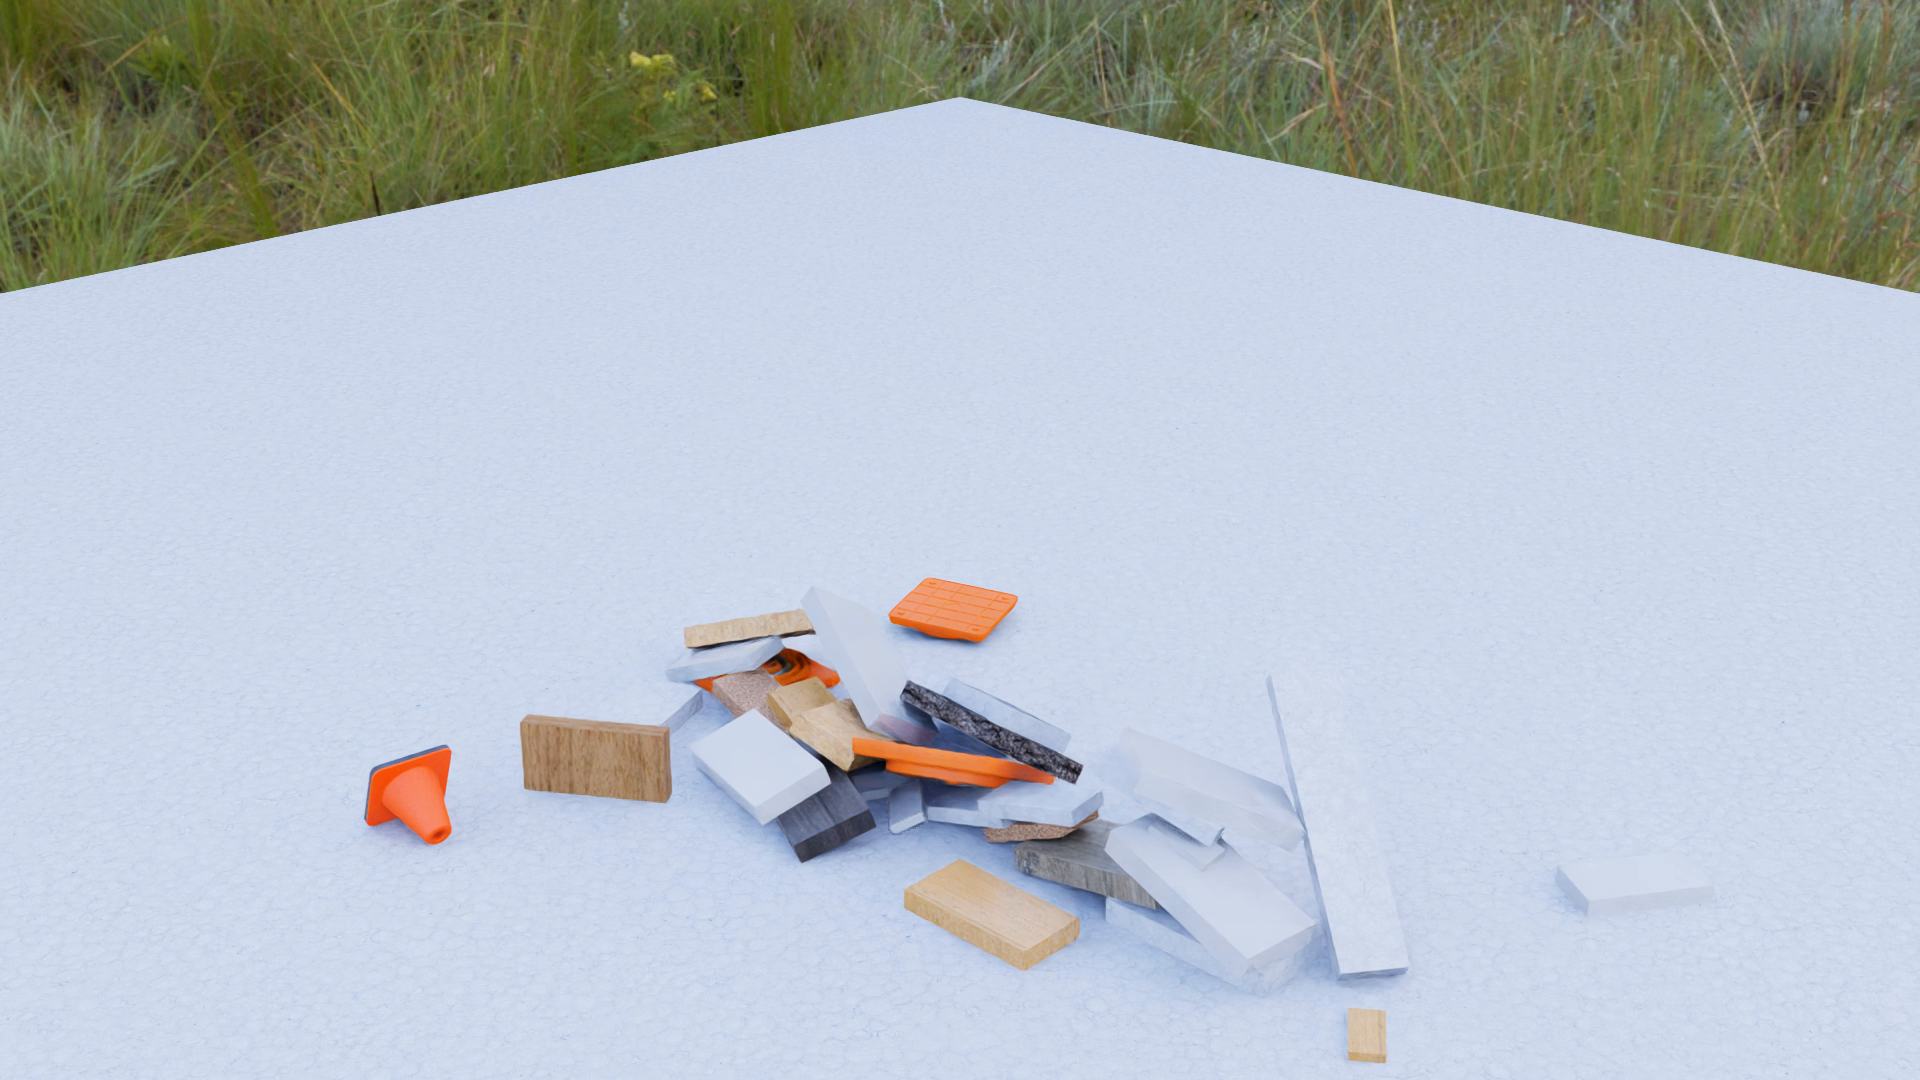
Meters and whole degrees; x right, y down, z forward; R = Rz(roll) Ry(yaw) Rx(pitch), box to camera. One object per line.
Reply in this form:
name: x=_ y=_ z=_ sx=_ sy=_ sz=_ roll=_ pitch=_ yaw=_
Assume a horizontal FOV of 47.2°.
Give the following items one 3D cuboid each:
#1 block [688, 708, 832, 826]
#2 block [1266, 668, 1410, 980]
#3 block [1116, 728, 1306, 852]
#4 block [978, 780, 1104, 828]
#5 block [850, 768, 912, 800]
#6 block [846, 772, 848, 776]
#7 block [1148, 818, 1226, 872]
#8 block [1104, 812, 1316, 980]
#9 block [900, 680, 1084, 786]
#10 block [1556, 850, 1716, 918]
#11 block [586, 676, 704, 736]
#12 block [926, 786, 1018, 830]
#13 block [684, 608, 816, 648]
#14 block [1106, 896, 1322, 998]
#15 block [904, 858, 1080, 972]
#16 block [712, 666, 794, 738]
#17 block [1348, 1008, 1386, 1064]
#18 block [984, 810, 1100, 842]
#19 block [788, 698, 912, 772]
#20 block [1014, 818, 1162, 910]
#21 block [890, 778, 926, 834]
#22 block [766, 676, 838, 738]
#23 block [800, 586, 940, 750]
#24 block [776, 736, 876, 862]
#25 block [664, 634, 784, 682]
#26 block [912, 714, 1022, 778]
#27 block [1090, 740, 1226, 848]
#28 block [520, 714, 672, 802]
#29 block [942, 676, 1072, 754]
block: x=-0.413 y=0.460 z=4.494 sx=0.163 sy=0.046 sz=0.326 roll=-30 pitch=30 yaw=-20
block: x=0.693 y=0.514 z=4.058 sx=0.129 sy=0.036 sz=0.602 roll=-4 pitch=59 yaw=-9
block: x=0.460 y=0.459 z=4.047 sx=0.337 sy=0.048 sz=0.168 roll=22 pitch=18 yaw=-16
block: x=0.156 y=0.508 z=4.247 sx=0.220 sy=0.031 sz=0.110 roll=1 pitch=18 yaw=37
block: x=-0.175 y=0.507 z=4.539 sx=0.142 sy=0.020 sz=0.071 roll=-8 pitch=24 yaw=-18
block: x=-0.266 y=0.510 z=4.499 sx=0.071 sy=0.020 sz=0.142 roll=-14 pitch=27 yaw=2
block: x=0.412 y=0.548 z=4.000 sx=0.128 sy=0.018 sz=0.064 roll=34 pitch=40 yaw=27
block: x=0.448 y=0.625 z=3.964 sx=0.179 sy=0.051 sz=0.358 roll=-18 pitch=45 yaw=-37
block: x=0.059 y=0.390 z=4.497 sx=0.151 sy=0.043 sz=0.460 roll=26 pitch=-3 yaw=-35
block: x=1.281 y=0.652 z=4.177 sx=0.257 sy=0.036 sz=0.129 roll=-5 pitch=23 yaw=-11
block: x=-0.708 y=0.396 z=4.768 sx=0.163 sy=0.046 sz=0.326 roll=9 pitch=25 yaw=21
block: x=0.042 y=0.533 z=4.385 sx=0.220 sy=0.031 sz=0.110 roll=-1 pitch=16 yaw=46
block: x=-0.443 y=0.201 z=5.020 sx=0.337 sy=0.048 sz=0.168 roll=-9 pitch=-6 yaw=26
block: x=0.462 y=0.709 z=4.025 sx=0.358 sy=0.051 sz=0.179 roll=20 pitch=30 yaw=39
block: x=0.057 y=0.692 z=4.076 sx=0.301 sy=0.043 sz=0.151 roll=20 pitch=30 yaw=39
block: x=-0.422 y=0.367 z=4.789 sx=0.124 sy=0.035 sz=0.248 roll=-17 pitch=40 yaw=-34
block: x=0.693 y=0.844 z=3.748 sx=0.064 sy=0.018 sz=0.128 roll=4 pitch=23 yaw=8
block: x=0.158 y=0.552 z=4.300 sx=0.110 sy=0.031 sz=0.220 roll=-22 pitch=5 yaw=-40
block: x=-0.219 y=0.400 z=4.583 sx=0.152 sy=0.043 sz=0.304 roll=33 pitch=16 yaw=18
block: x=0.292 y=0.606 z=4.172 sx=0.179 sy=0.051 sz=0.358 roll=-22 pitch=19 yaw=-40
block: x=-0.106 y=0.535 z=4.432 sx=0.071 sy=0.020 sz=0.142 roll=-25 pitch=21 yaw=7
block: x=-0.299 y=0.394 z=4.707 sx=0.124 sy=0.035 sz=0.247 roll=-15 pitch=42 yaw=-31
block: x=-0.198 y=0.271 z=4.746 sx=0.168 sy=0.048 sz=0.435 roll=23 pitch=23 yaw=-39
block: x=-0.306 y=0.511 z=4.436 sx=0.163 sy=0.046 sz=0.358 roll=-25 pitch=29 yaw=-11
block: x=-0.530 y=0.268 z=4.937 sx=0.247 sy=0.035 sz=0.124 roll=-11 pitch=14 yaw=33
block: x=0.005 y=0.417 z=4.722 sx=0.304 sy=0.043 sz=0.152 roll=17 pitch=28 yaw=34
block: x=0.373 y=0.464 z=4.050 sx=0.257 sy=0.036 sz=0.129 roll=31 pitch=18 yaw=13
block: x=-0.746 y=0.448 z=4.510 sx=0.304 sy=0.152 sz=0.043 roll=4 pitch=22 yaw=10
block: x=0.095 y=0.363 z=4.569 sx=0.151 sy=0.043 sz=0.301 roll=26 pitch=-3 yaw=-27
